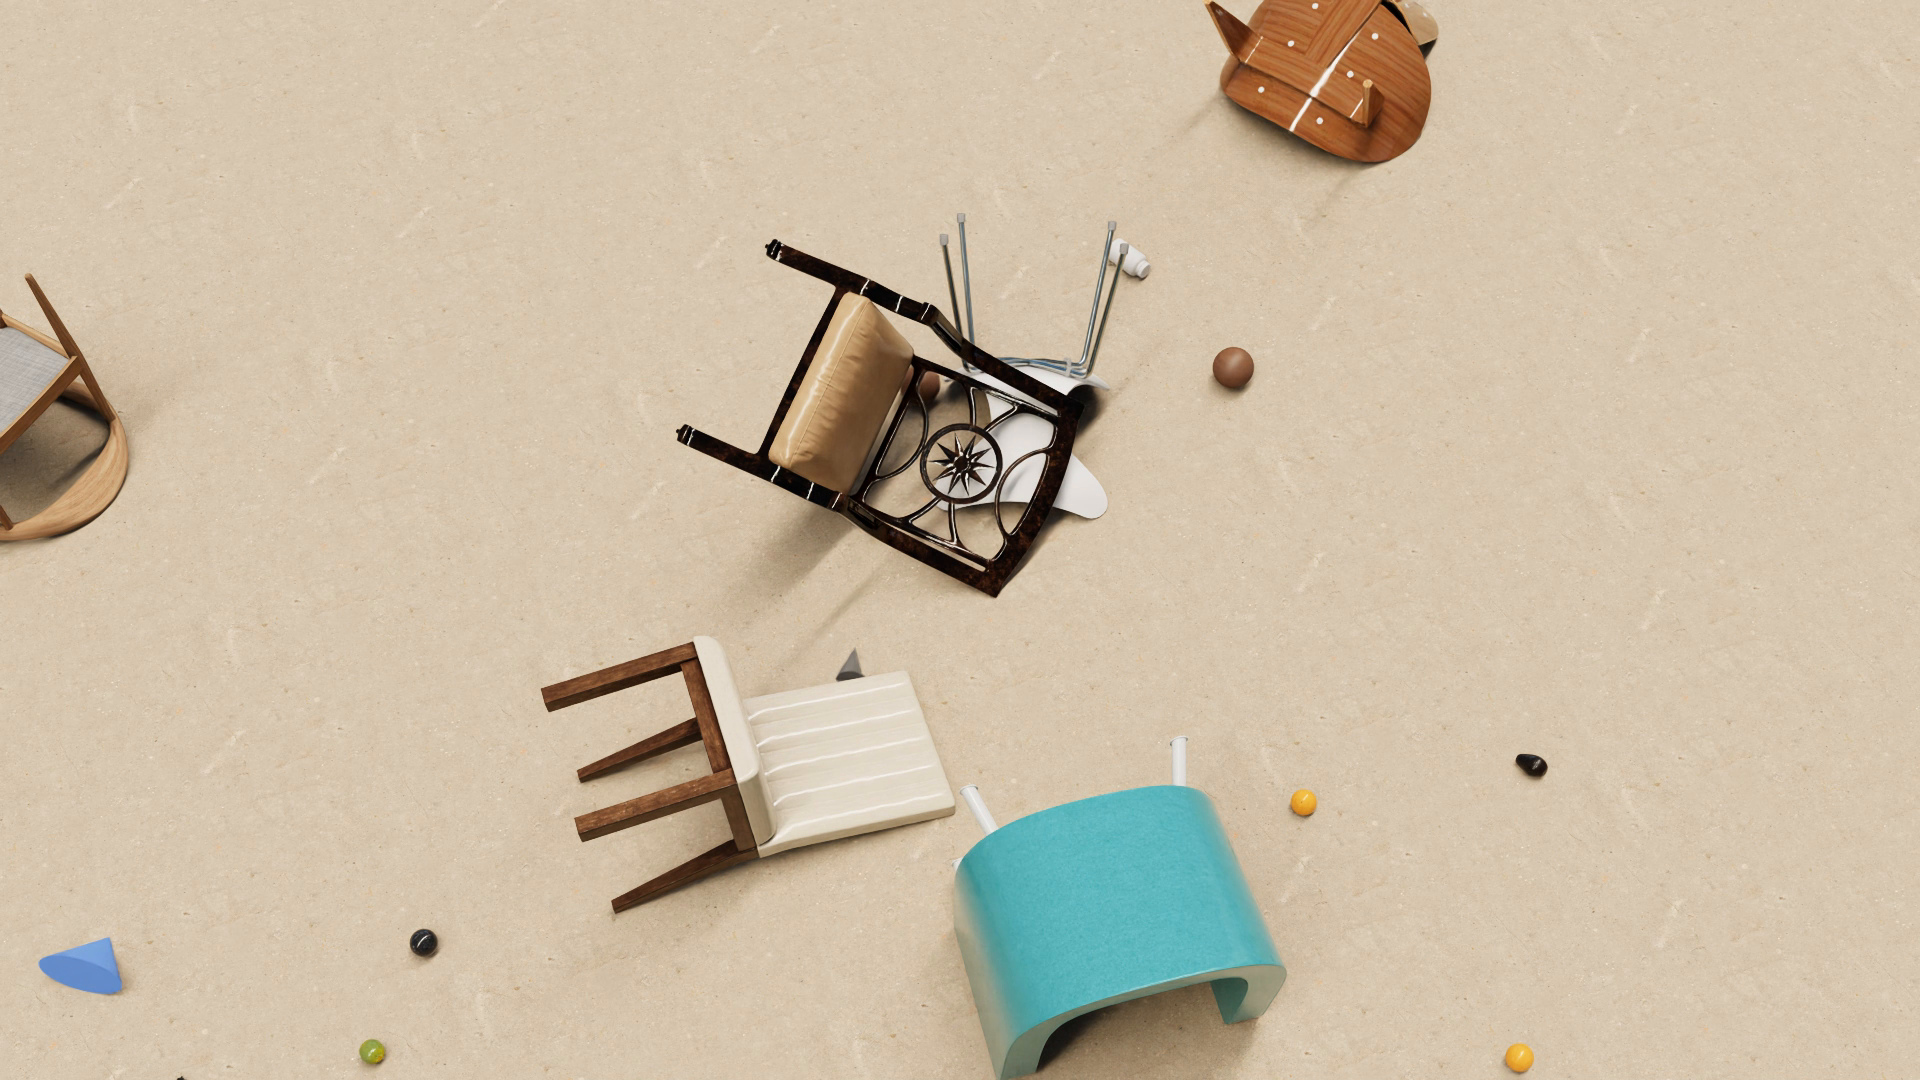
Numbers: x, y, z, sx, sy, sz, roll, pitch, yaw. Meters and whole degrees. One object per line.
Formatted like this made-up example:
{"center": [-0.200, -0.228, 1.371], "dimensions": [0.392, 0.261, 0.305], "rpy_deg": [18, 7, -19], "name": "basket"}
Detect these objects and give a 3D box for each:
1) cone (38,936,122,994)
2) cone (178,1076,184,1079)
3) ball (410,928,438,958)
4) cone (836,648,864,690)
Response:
{"center": [-2.283, 1.097, 5.805], "dimensions": [0.237, 0.119, 0.145], "rpy_deg": [12, 35, 7], "name": "cone"}
{"center": [-1.982, 1.430, 5.597], "dimensions": [0.087, 0.061, 0.097], "rpy_deg": [-40, 82, -26], "name": "cone"}
{"center": [-1.418, 1.065, 5.815], "dimensions": [0.075, 0.075, 0.075], "rpy_deg": [0, 56, 0], "name": "ball"}
{"center": [-0.308, 0.354, 6.314], "dimensions": [0.082, 0.075, 0.140], "rpy_deg": [-12, 39, 15], "name": "cone"}
